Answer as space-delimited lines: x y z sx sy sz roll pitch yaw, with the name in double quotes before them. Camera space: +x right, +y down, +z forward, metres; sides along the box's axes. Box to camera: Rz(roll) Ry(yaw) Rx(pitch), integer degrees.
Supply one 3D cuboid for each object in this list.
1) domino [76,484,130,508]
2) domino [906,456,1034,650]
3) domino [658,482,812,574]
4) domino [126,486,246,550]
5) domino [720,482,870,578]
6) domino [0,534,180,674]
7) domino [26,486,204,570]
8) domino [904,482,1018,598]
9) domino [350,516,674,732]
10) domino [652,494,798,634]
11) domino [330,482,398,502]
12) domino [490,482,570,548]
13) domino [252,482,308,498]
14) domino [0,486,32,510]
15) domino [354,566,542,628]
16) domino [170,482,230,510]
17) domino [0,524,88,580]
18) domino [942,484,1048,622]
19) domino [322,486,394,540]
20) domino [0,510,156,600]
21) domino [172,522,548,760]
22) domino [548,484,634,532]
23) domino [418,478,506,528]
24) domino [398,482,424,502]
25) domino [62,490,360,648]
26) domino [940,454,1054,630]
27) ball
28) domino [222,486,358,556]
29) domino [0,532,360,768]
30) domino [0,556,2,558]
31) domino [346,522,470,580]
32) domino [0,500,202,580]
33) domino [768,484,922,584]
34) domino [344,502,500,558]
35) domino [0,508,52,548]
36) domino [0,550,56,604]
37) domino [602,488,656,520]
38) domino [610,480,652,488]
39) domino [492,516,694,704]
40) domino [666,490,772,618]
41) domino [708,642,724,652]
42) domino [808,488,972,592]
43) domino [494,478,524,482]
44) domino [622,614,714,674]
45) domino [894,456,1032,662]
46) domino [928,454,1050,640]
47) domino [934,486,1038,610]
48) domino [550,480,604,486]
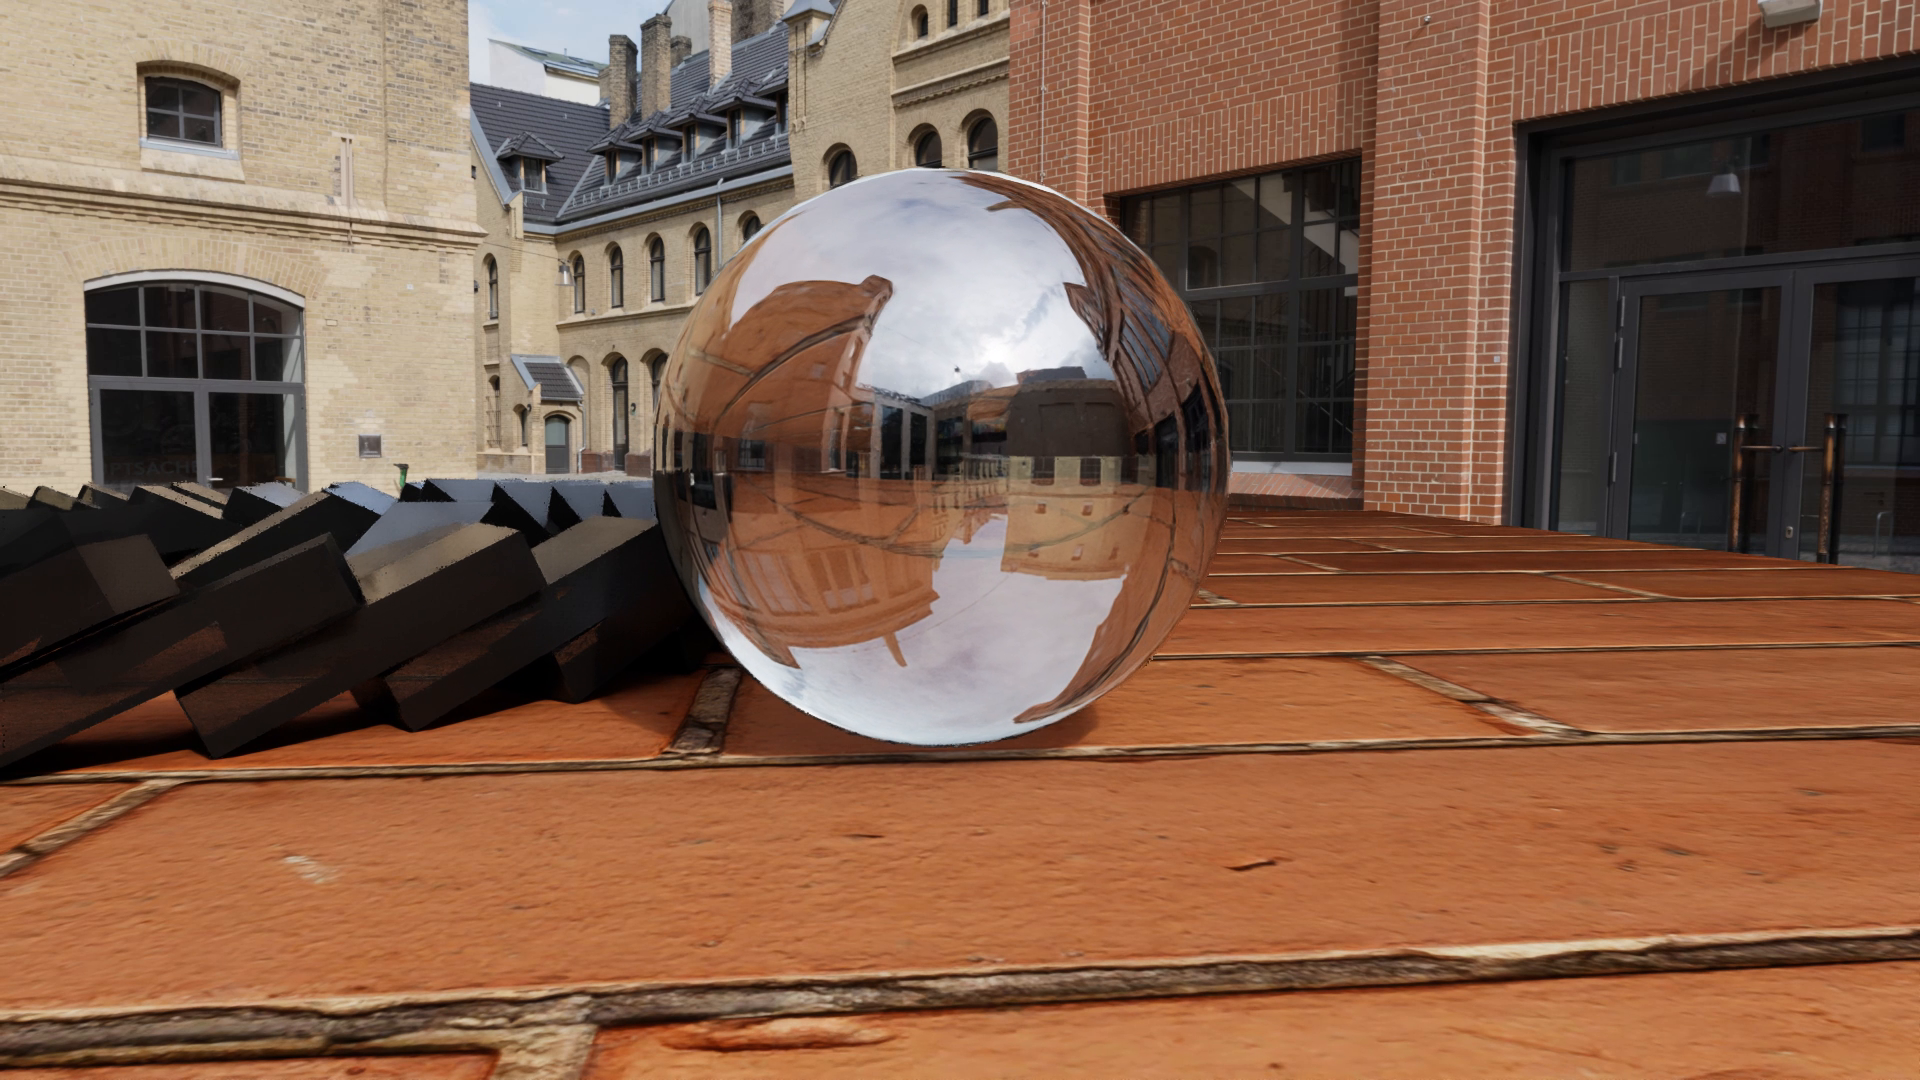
"domino" -0.266 -0.004 0.430 0.050 0.009 0.025 25 -8 -27
"domino" 0.003 0.002 0.280 0.025 0.010 0.050 0 45 5
"domino" -0.077 -0.005 0.442 0.050 0.010 0.025 31 21 31
"domino" -0.216 -0.001 0.379 0.050 0.009 0.025 25 -6 -18
"domino" -0.056 -0.004 0.428 0.025 0.009 0.050 -4 30 -45
"domino" -0.132 0.015 0.165 0.050 0.009 0.025 -27 11 -12
"domino" -0.235 0.000 0.364 0.050 0.009 0.025 28 -12 -30
"domino" -0.001 -0.001 0.373 0.025 0.009 0.050 1 30 -10
"domino" -0.074 0.012 0.211 0.050 0.010 0.025 -34 25 -35
"domino" -0.055 0.005 0.309 0.025 0.010 0.050 0 29 1
"domino" -0.198 -0.006 0.459 0.050 0.010 0.025 24 1 -7
"domino" -0.117 -0.002 0.385 0.050 0.009 0.025 35 23 33
"domino" -0.222 -0.006 0.452 0.050 0.010 0.025 24 -1 -13
"domino" -0.285 -0.003 0.414 0.050 0.010 0.025 27 -12 -33
"domino" -0.127 0.014 0.323 0.025 0.010 0.050 0 4 3
"domino" -0.245 -0.005 0.444 0.050 0.010 0.025 24 -3 -17
"domino" -0.299 -0.001 0.391 0.025 0.009 0.050 3 -19 39
"domino" 0.010 0.002 0.327 0.025 0.010 0.050 0 32 4
"domino" -0.167 -0.001 0.390 0.050 0.009 0.025 24 3 -3
"domino" -0.245 0.002 0.339 0.025 0.009 0.050 2 -21 29
"domino" -0.091 0.013 0.194 0.050 0.009 0.025 -31 21 -29
"domino" -0.097 0.000 0.371 0.025 0.010 0.050 -4 31 -41
"domino" -0.140 -0.003 0.395 0.050 0.010 0.025 32 16 24
"domino" -0.173 -0.007 0.463 0.050 0.009 0.025 24 4 -1
"domino" -0.142 0.008 0.244 0.050 0.009 0.025 -36 21 -25
"domino" 0.010 -0.001 0.309 0.025 0.009 0.050 0 45 4
"ball" -0.003 -0.011 0.181 0.080 0.080 0.080 0 4 0
"domino" -0.192 -0.002 0.389 0.050 0.010 0.025 24 1 -5
"domino" -0.110 0.015 0.178 0.050 0.009 0.025 -28 15 -20
"domino" -0.311 0.000 0.370 0.025 0.010 0.050 3 -19 32
"domino" -0.120 0.010 0.262 0.050 0.009 0.025 -24 24 -37
"domino" -0.163 0.010 0.223 0.050 0.010 0.025 -27 1 11
"domino" -0.038 -0.003 0.412 0.025 0.010 0.050 -3 29 -40
"domino" -0.127 0.006 0.296 0.025 0.010 0.050 0 27 2
"domino" -0.187 0.010 0.226 0.050 0.010 0.025 -27 -4 18
"domino" -0.257 0.003 0.317 0.025 0.010 0.050 -1 -22 25
"domino" -0.079 0.001 0.354 0.025 0.009 0.050 -3 30 -31
"domino" -0.099 -0.006 0.453 0.050 0.009 0.025 30 18 27
"domino" -0.060 0.010 0.233 0.025 0.009 0.050 3 31 37
"domino" -0.062 0.003 0.333 0.025 0.009 0.050 0 30 -10
"domino" -0.054 0.007 0.284 0.025 0.009 0.050 1 29 7
"domino" -0.022 -0.001 0.392 0.025 0.009 0.050 -4 29 -40
"domino" -0.148 -0.007 0.465 0.050 0.010 0.025 26 9 10
"domino" -0.056 0.008 0.259 0.025 0.009 0.050 1 29 17
"domino" 0.002 0.003 0.266 0.025 0.009 0.050 0 45 5
"domino" 0.008 0.001 0.294 0.025 0.010 0.050 0 45 5
"domino" 0.006 0.001 0.350 0.025 0.010 0.050 0 30 -3
"domino" -0.122 -0.007 0.462 0.050 0.009 0.025 28 15 21
